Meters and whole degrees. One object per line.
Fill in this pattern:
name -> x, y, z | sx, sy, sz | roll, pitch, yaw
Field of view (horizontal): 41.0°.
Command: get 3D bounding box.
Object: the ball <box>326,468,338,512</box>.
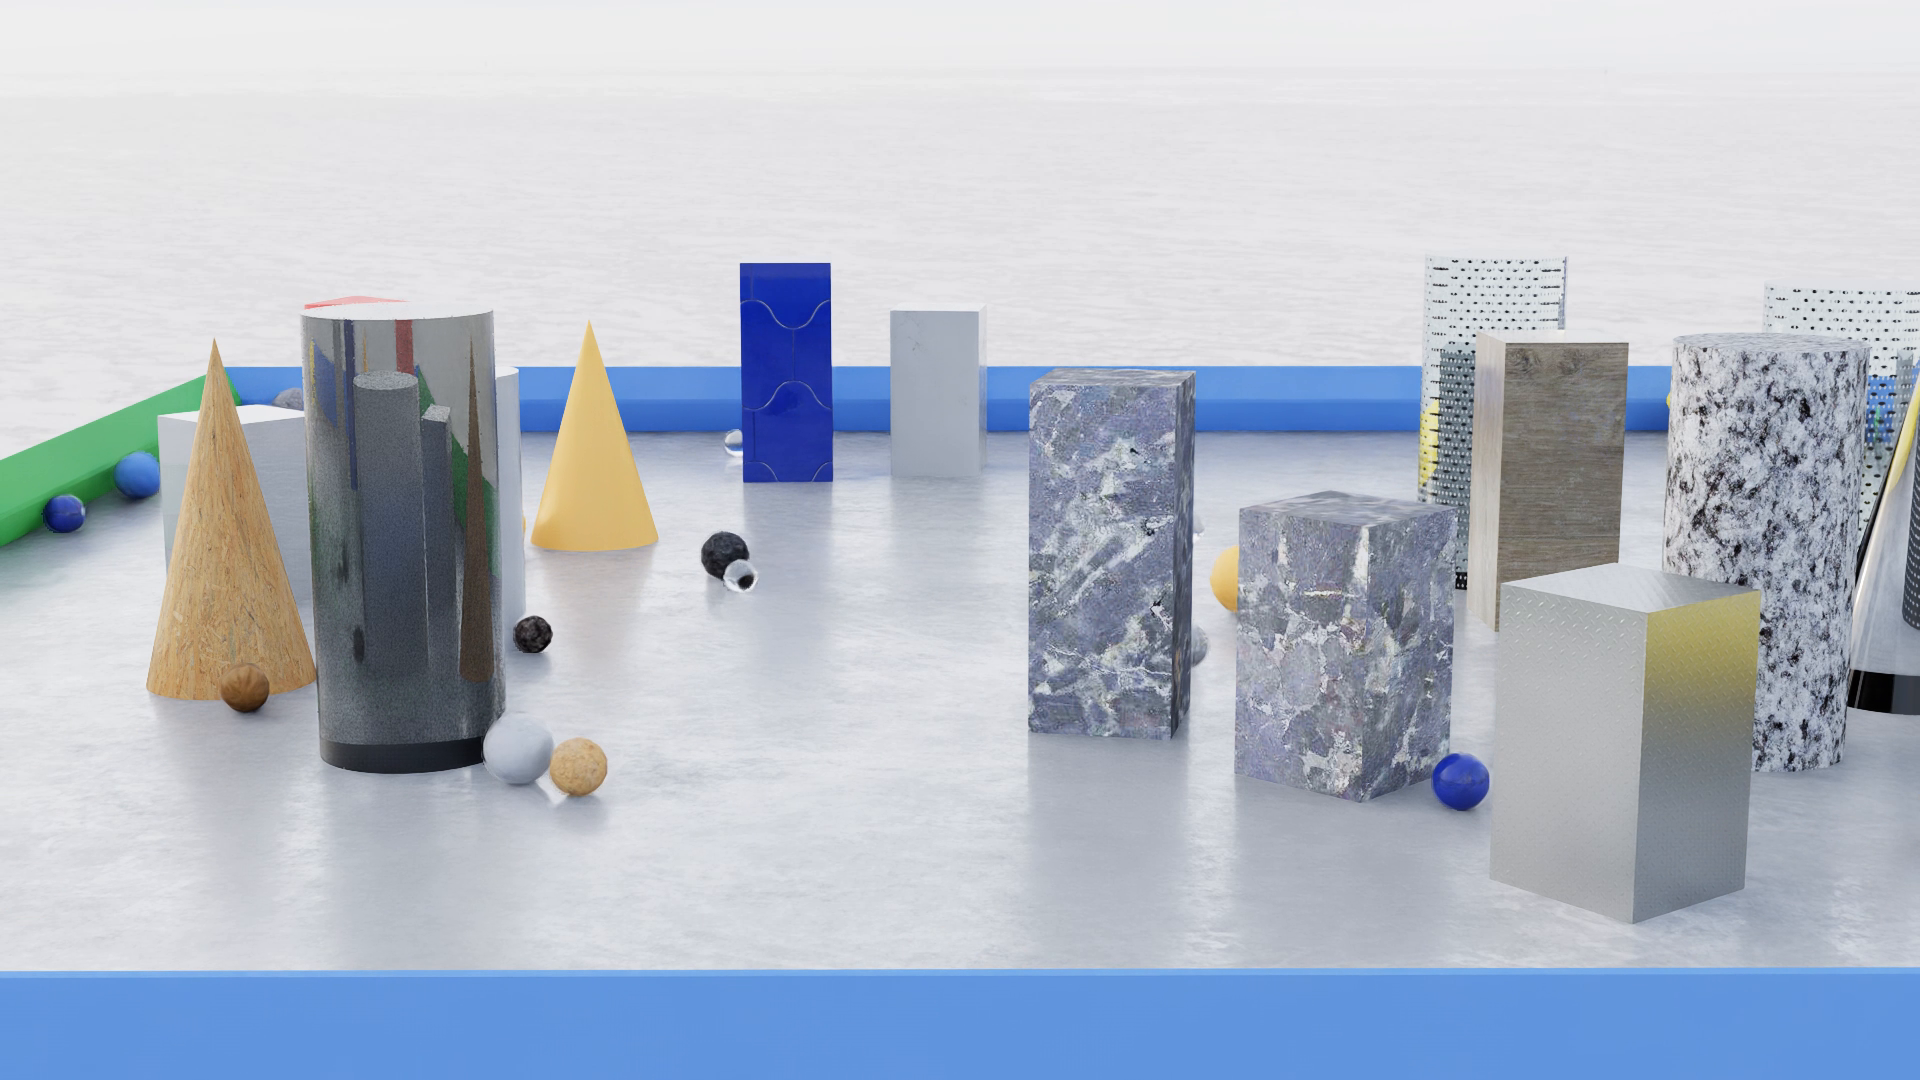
ball -> -1.055, -0.079, 4.148 | 0.098, 0.098, 0.098 | 0, 10, 0

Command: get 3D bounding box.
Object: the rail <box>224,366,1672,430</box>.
rail -> -0.010, -0.281, 5.149 | 2.940, 0.129, 0.045 | 0, 10, 0

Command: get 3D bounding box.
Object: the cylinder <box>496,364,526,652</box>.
cylinder -> -0.654, -0.040, 3.248 | 0.199, 0.348, 0.199 | 0, 10, 0

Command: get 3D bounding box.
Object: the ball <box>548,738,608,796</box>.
ball -> -0.385, 0.229, 2.590 | 0.059, 0.059, 0.059 | 0, 10, 0

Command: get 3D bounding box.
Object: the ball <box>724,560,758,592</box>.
ball -> -0.307, 0.051, 3.588 | 0.046, 0.046, 0.046 | 0, 10, 0

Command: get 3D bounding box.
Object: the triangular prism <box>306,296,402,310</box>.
triangular prism -> -0.995, -0.228, 4.274 | 0.172, 0.345, 0.149 | -3, 11, -15

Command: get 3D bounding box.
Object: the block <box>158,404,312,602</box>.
block -> -0.987, -0.047, 3.543 | 0.159, 0.254, 0.159 | 9, 14, 41

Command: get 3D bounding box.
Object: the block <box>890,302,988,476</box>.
block -> -0.037, -0.275, 4.660 | 0.159, 0.297, 0.159 | 1, 11, 6

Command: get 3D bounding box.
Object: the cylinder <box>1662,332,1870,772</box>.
cylinder -> 0.852, 0.008, 2.737 | 0.199, 0.440, 0.199 | 0, 10, 0

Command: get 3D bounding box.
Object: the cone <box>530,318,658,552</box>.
cone -> -0.569, -0.171, 3.964 | 0.199, 0.345, 0.199 | 0, 10, 0

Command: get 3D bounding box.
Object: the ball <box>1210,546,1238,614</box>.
ball -> 0.383, 0.053, 3.446 | 0.094, 0.094, 0.094 | 0, 10, 0

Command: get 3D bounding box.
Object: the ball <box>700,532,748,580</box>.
ball -> -0.337, 0.022, 3.680 | 0.068, 0.068, 0.068 | 0, 10, 0

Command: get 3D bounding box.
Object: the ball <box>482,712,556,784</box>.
ball -> -0.452, 0.213, 2.633 | 0.074, 0.074, 0.074 | 0, 10, 0

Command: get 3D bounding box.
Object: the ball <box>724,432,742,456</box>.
ball -> -0.419, -0.181, 4.837 | 0.048, 0.048, 0.048 | 0, 10, 0

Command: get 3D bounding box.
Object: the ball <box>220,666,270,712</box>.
ball -> -0.815, 0.170, 2.924 | 0.054, 0.054, 0.054 | 0, 10, 0

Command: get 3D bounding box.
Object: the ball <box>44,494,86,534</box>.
ball -> -1.410, -0.042, 4.043 | 0.062, 0.062, 0.062 | 0, 10, 0

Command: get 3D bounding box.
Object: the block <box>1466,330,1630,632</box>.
block -> 0.773, -0.081, 3.388 | 0.159, 0.377, 0.159 | 0, 10, -2

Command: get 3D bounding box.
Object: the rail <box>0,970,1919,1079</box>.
rail -> 0.010, 0.348, 1.749 | 2.940, 0.129, 0.045 | 0, 10, 0

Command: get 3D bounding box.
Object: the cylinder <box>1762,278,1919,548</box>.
cylinder -> 1.104, -0.093, 3.230 | 0.199, 0.459, 0.199 | 0, 10, 0

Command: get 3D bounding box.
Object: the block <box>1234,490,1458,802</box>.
block -> 0.398, 0.105, 2.651 | 0.159, 0.280, 0.159 | 10, 14, 43

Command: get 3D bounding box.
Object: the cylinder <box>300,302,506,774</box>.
cylinder -> -0.589, -0.007, 2.726 | 0.199, 0.473, 0.199 | 0, 10, 0

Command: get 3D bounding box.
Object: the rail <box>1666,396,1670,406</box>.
rail -> 1.446, 0.032, 3.457 | 0.045, 0.129, 3.505 | 0, 10, 0

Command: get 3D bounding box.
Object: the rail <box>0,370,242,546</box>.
rail -> -1.446, 0.035, 3.441 | 0.045, 0.129, 3.505 | 0, 10, 0

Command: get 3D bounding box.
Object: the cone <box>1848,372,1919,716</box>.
cone -> 1.102, -0.012, 2.972 | 0.199, 0.394, 0.199 | 0, 10, 0

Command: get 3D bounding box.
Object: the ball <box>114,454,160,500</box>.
ball -> -1.397, -0.108, 4.359 | 0.078, 0.078, 0.078 | 0, 10, 0

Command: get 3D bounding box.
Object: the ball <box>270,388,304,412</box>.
ball -> -1.314, -0.251, 5.075 | 0.099, 0.099, 0.099 | 0, 10, 0

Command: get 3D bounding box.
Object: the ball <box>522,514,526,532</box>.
ball -> -0.698, -0.022, 3.911 | 0.072, 0.072, 0.072 | 0, 10, 0

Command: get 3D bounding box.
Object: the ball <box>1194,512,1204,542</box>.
ball -> 0.352, -0.019, 3.955 | 0.050, 0.050, 0.050 | 0, 10, 0

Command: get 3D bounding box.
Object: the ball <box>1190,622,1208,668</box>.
ball -> 0.274, 0.128, 3.132 | 0.060, 0.060, 0.060 | 0, 10, 0

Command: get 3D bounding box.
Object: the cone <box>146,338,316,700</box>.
cone -> -0.873, -0.035, 3.041 | 0.199, 0.414, 0.199 | 0, 10, 0

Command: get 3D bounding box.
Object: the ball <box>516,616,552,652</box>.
ball -> -0.535, 0.118, 3.220 | 0.047, 0.047, 0.047 | 0, 10, 0

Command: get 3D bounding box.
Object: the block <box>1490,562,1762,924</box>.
block -> 0.591, 0.175, 2.288 | 0.159, 0.273, 0.159 | -8, 13, -37

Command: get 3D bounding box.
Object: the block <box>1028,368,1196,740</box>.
block -> 0.170, 0.011, 2.863 | 0.159, 0.387, 0.159 | 2, 11, 13

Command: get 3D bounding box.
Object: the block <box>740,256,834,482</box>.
block -> -0.308, -0.307, 4.585 | 0.159, 0.387, 0.159 | 0, 10, -2

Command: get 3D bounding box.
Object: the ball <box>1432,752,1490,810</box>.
ball -> 0.497, 0.239, 2.543 | 0.057, 0.057, 0.057 | 0, 10, 0

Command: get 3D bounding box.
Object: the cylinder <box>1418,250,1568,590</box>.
cylinder -> 0.755, -0.174, 3.653 | 0.199, 0.465, 0.199 | 0, 10, 0
